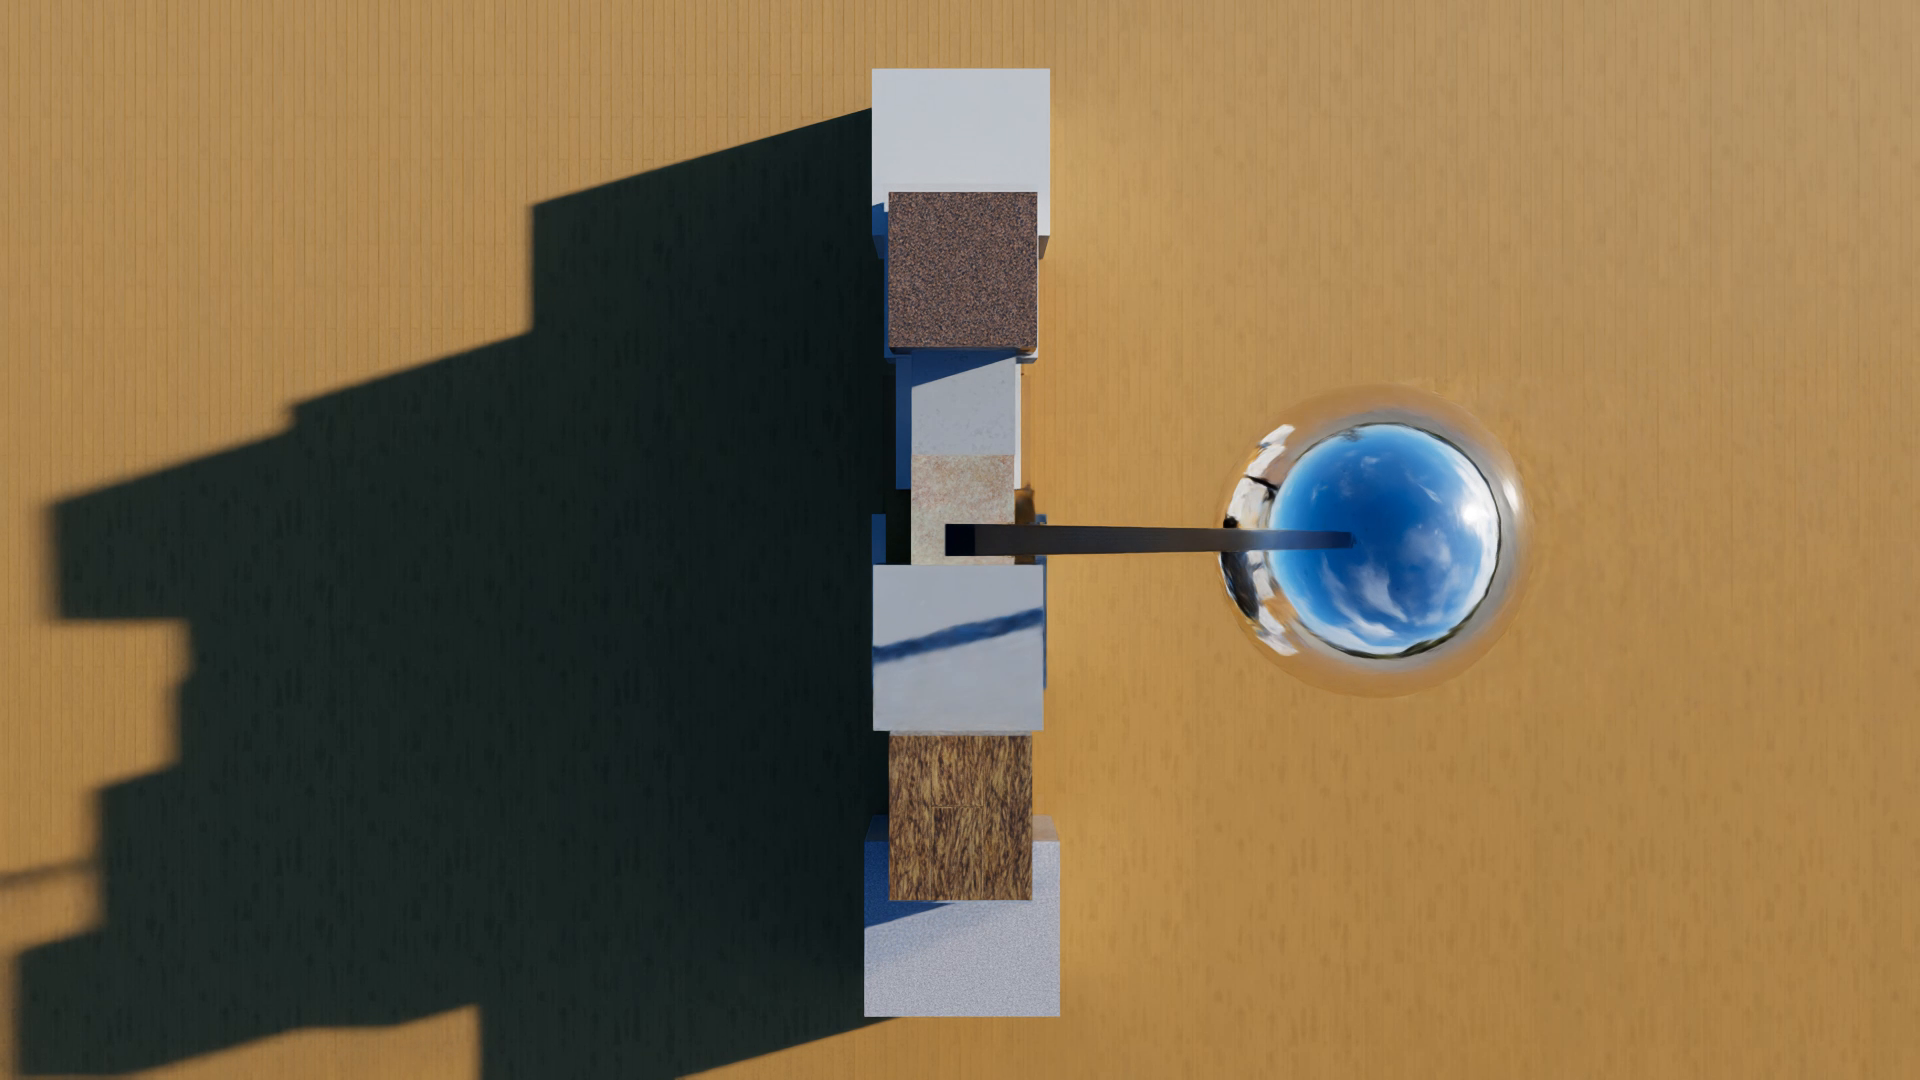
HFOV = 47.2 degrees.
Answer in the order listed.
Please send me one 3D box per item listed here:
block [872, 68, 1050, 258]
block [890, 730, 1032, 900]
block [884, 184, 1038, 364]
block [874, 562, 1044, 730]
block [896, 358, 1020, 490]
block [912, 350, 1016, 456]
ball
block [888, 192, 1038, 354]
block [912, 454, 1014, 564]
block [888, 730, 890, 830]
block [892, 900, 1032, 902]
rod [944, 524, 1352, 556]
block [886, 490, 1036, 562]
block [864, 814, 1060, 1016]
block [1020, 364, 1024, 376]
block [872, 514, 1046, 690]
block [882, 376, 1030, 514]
[{"bbox_3d":[0.005,-2.115,12.494,0.970,1.012,0.907,0,90,0],"label":"block"},{"bbox_3d":[0.004,1.318,10.797,0.679,0.774,0.779,0,90,0],"label":"block"},{"bbox_3d":[0.006,-1.393,11.627,0.788,0.743,0.890,0,92,0],"label":"block"},{"bbox_3d":[-0.009,0.522,11.067,0.827,0.743,0.805,0,90,0],"label":"block"},{"bbox_3d":[-0.009,-0.604,11.742,0.644,0.746,0.676,0,90,0],"label":"block"},{"bbox_3d":[0.018,-0.684,11.071,0.514,0.417,0.516,0,92,0],"label":"block"},{"bbox_3d":[2.074,0.000,11.075,1.600,1.600,1.600,0,90,0],"label":"ball"},{"bbox_3d":[0.015,-1.307,10.891,0.714,0.734,0.741,0,92,0],"label":"block"},{"bbox_3d":[0.014,-0.152,11.102,0.508,0.542,0.540,0,91,0],"label":"block"},{"bbox_3d":[-0.016,1.223,12.607,0.759,0.786,0.783,0,90,0],"label":"block"},{"bbox_3d":[0.011,1.456,11.519,0.711,0.672,0.782,0,90,0],"label":"block"},{"bbox_3d":[0.899,0.000,7.885,0.080,5.200,0.080,0,90,20],"label":"rod"},{"bbox_3d":[0.002,0.094,11.769,0.777,0.661,0.712,0,90,0],"label":"block"},{"bbox_3d":[0.012,2.097,12.427,1.054,1.145,0.944,0,90,0],"label":"block"},{"bbox_3d":[0.000,-1.285,12.573,0.709,0.855,0.734,0,90,0],"label":"block"},{"bbox_3d":[-0.004,0.339,12.550,0.963,0.901,0.965,0,90,0],"label":"block"},{"bbox_3d":[-0.019,-0.531,12.559,0.817,0.882,0.755,0,90,0],"label":"block"}]
